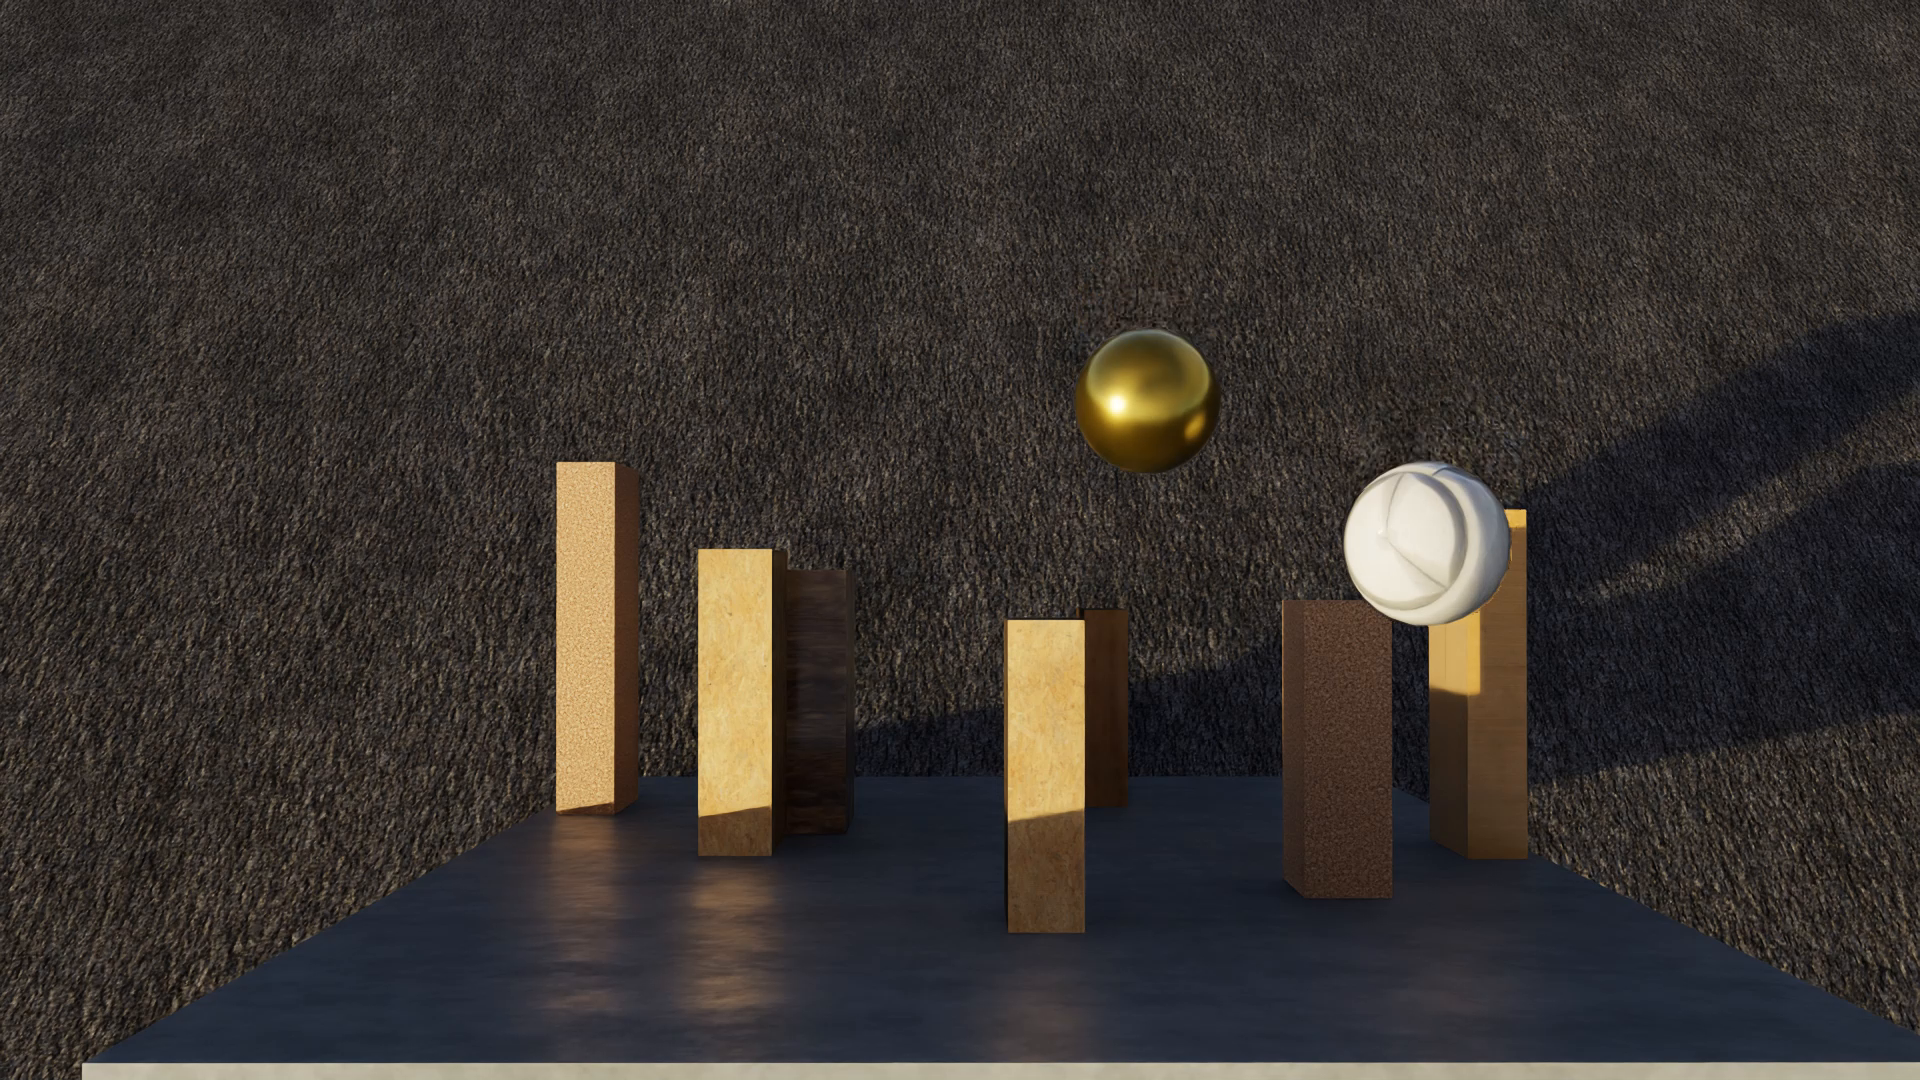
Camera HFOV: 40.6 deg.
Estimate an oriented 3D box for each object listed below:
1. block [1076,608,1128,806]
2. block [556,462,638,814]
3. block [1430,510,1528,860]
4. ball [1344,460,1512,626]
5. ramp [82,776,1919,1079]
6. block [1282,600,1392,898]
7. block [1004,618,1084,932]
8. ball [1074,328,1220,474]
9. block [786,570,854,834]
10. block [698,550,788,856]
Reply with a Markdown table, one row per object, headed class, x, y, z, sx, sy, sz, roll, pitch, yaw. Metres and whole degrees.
| class | x | y | z | sx | sy | sz | roll | pitch | yaw |
| --- | --- | --- | --- | --- | --- | --- | --- | --- | --- |
| block | 0.330 | 0.382 | 6.046 | 0.097 | 0.443 | 0.400 | 0 | -1 | 0 |
| block | -0.816 | 0.218 | 5.863 | 0.126 | 0.768 | 0.423 | 0 | -1 | 0 |
| block | 0.983 | 0.267 | 4.939 | 0.109 | 0.639 | 0.386 | 0 | -1 | 0 |
| ball | 0.464 | 0.003 | 2.576 | 0.164 | 0.164 | 0.164 | 0 | 33 | 0 |
| ramp | 0.072 | 0.634 | 4.737 | 2.000 | 0.100 | 4.000 | 0 | -1 | 0 |
| block | 0.623 | 0.339 | 4.301 | 0.141 | 0.476 | 0.280 | 0 | -1 | 0 |
| block | 0.125 | 0.345 | 3.911 | 0.111 | 0.452 | 0.314 | 0 | -1 | 0 |
| ball | 0.188 | -0.140 | 2.603 | 0.146 | 0.146 | 0.146 | 0 | 33 | 0 |
| block | -0.290 | 0.329 | 5.435 | 0.121 | 0.531 | 0.419 | 0 | -1 | 0 |
| block | -0.417 | 0.305 | 5.025 | 0.136 | 0.567 | 0.441 | 0 | -1 | 0 |
